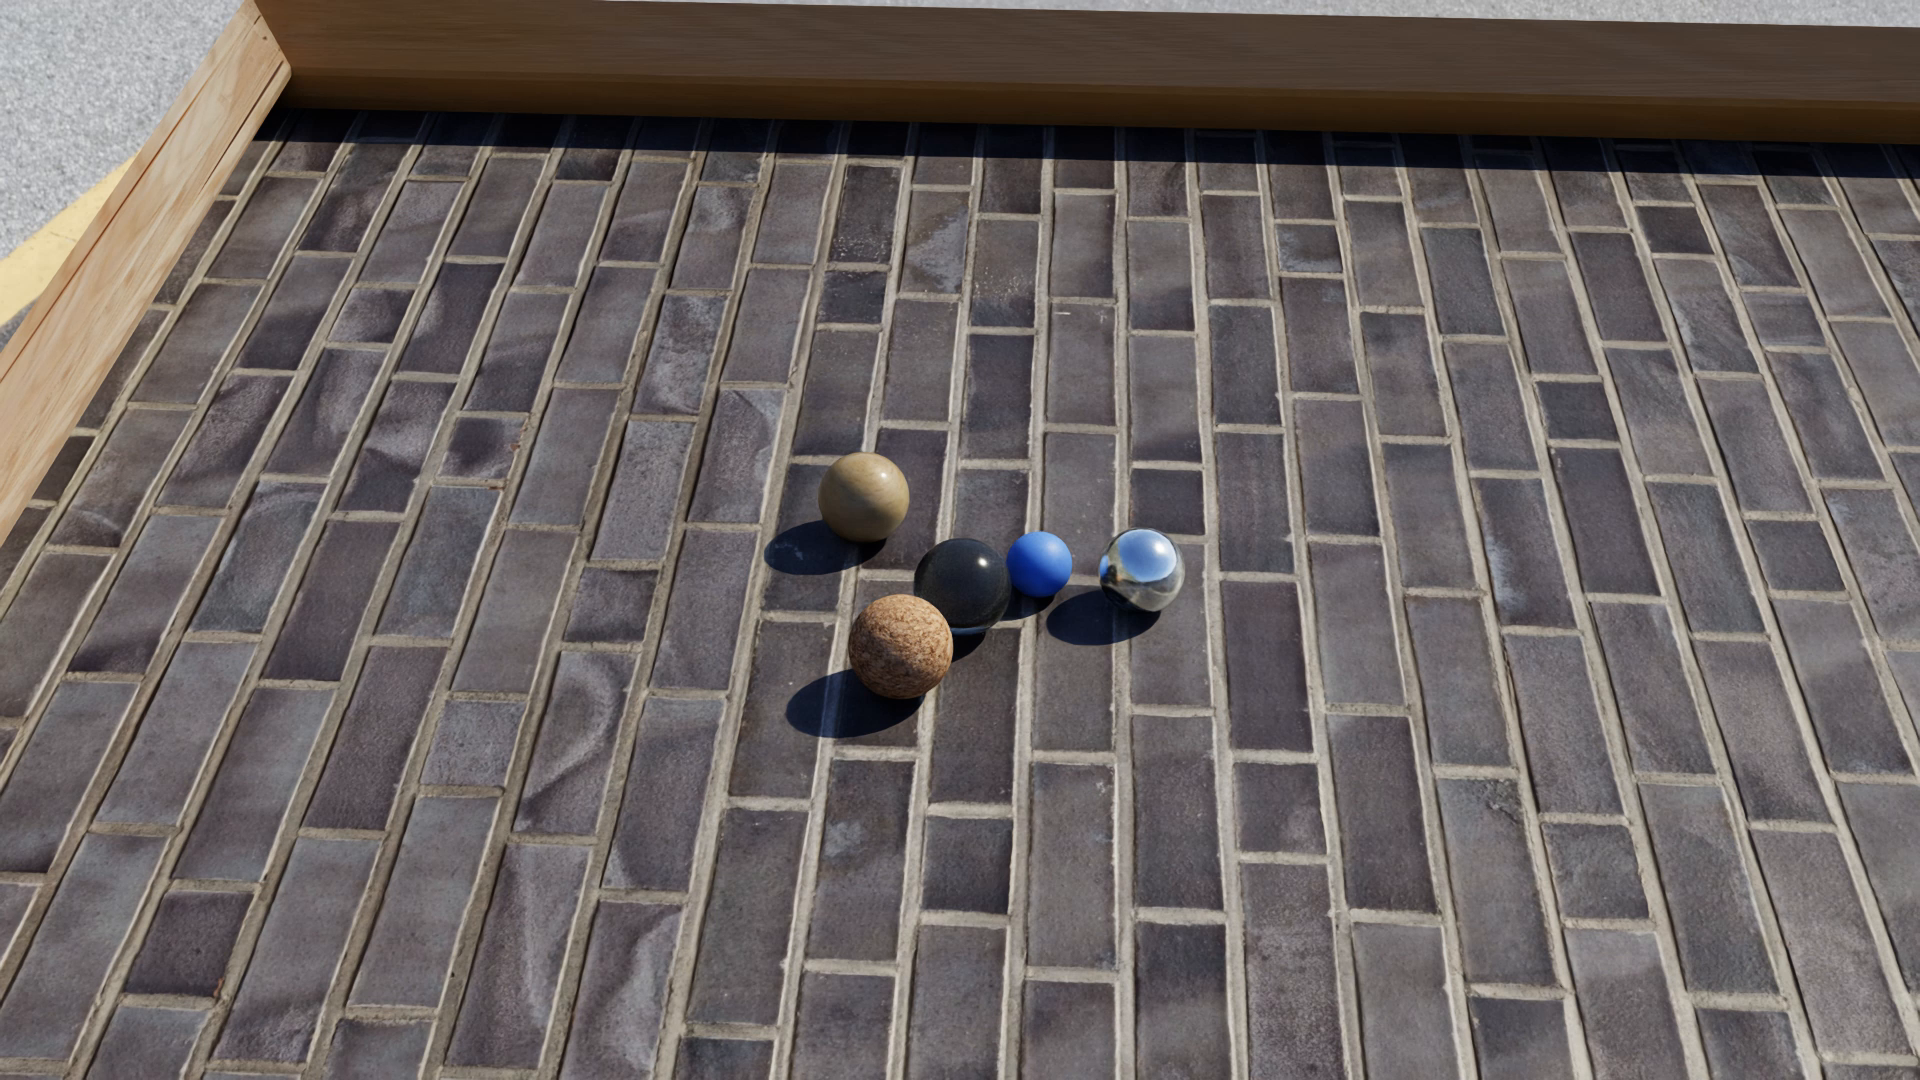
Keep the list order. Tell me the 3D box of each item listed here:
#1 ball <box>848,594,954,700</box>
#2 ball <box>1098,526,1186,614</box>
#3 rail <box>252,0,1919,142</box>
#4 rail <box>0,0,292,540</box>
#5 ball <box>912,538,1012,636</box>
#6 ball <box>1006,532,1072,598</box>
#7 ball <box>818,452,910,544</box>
[{"bbox_3d":[-0.040,0.073,1.752,0.072,0.072,0.072,0,35,0],"label":"ball"},{"bbox_3d":[0.130,0.022,1.832,0.063,0.063,0.063,0,35,0],"label":"ball"},{"bbox_3d":[0.757,-0.420,2.412,2.884,0.118,0.045,2,35,2],"label":"rail"},{"bbox_3d":[-0.696,-0.043,1.875,0.045,0.118,1.504,2,35,2],"label":"rail"},{"bbox_3d":[0.002,0.033,1.810,0.070,0.070,0.070,0,35,0],"label":"ball"},{"bbox_3d":[0.057,0.018,1.851,0.048,0.048,0.048,0,35,0],"label":"ball"},{"bbox_3d":[-0.071,-0.031,1.903,0.068,0.068,0.068,0,35,0],"label":"ball"}]
